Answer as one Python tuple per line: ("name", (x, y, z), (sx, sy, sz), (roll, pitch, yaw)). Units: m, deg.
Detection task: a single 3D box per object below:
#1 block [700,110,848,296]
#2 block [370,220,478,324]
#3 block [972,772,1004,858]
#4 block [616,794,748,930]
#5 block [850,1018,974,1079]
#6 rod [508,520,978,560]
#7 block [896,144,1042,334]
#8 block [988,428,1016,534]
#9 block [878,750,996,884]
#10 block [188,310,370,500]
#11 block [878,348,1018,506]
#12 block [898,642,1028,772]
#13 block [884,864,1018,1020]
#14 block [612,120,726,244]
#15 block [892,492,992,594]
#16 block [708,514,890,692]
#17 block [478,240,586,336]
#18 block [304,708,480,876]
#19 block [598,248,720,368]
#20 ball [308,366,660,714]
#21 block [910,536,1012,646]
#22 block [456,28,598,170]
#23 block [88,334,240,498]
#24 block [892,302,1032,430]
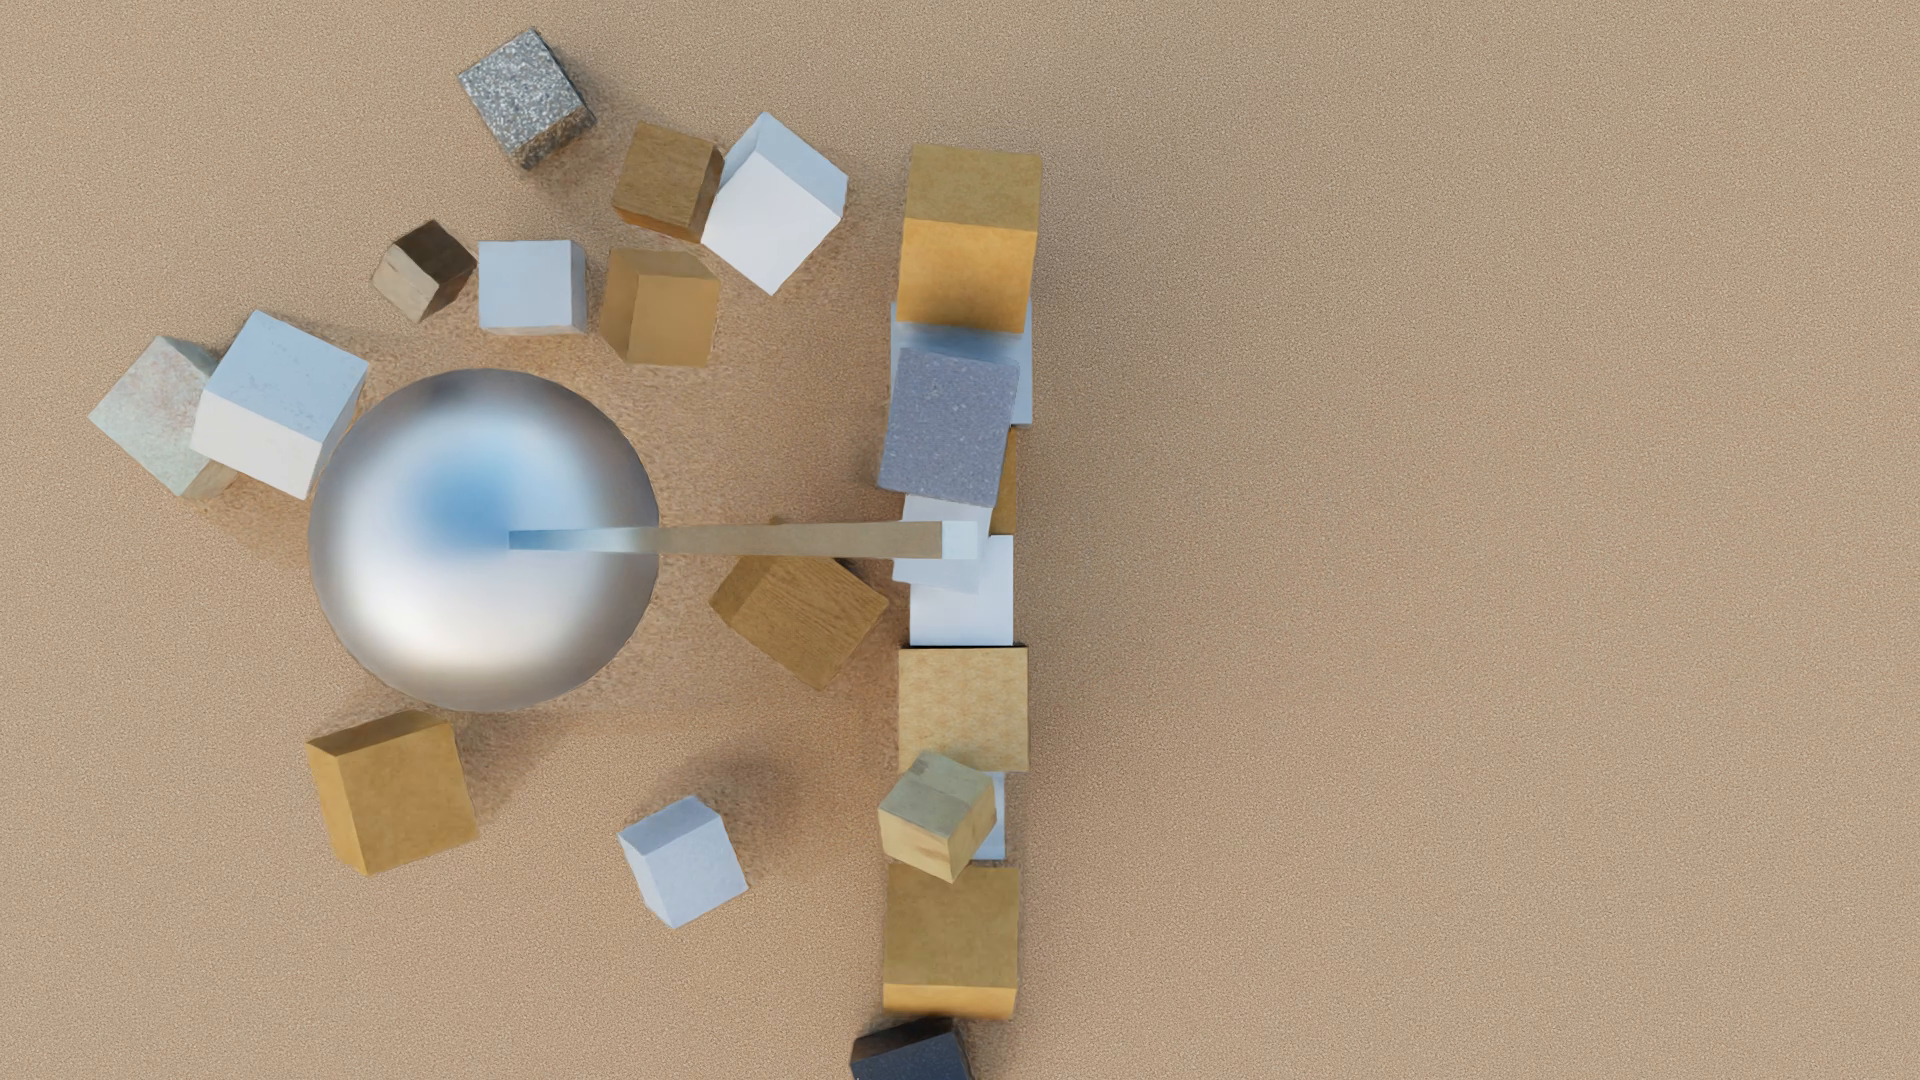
("block", (-1.079, -1.897, 12.370), (0.606, 0.588, 0.624), (37, 116, -20))
("block", (-2.525, -1.265, 10.374), (0.294, 0.303, 0.291), (43, 129, -1))
("block", (-0.009, 1.554, 12.724), (0.515, 0.552, 0.499), (0, 90, 0))
("block", (-1.593, 1.843, 12.631), (0.489, 0.456, 0.491), (-26, 111, -21))
("block", (-0.250, 3.126, 12.697), (0.606, 0.606, 0.556), (-18, 90, 0))
("rod", (-0.950, 0.000, 7.030), (0.080, 5.200, 0.080), (0, 90, -21))
("block", (0.048, -1.650, 12.039), (0.704, 0.679, 0.697), (6, 135, -1))
("block", (0.016, -0.336, 12.723), (0.597, 0.554, 0.600), (0, 90, 0))
("block", (-0.120, 1.515, 12.079), (0.443, 0.388, 0.481), (20, 49, 25))
("block", (-3.687, -0.731, 11.917), (0.660, 0.537, 0.634), (26, 48, -10))
("block", (-0.067, -0.616, 11.974), (0.633, 0.690, 0.749), (10, 93, -1))
("block", (0.019, 0.954, 12.663), (0.721, 0.673, 0.691), (-1, 90, 0))
("block", (-0.053, 2.294, 12.520), (0.730, 0.730, 0.684), (2, 64, 0))
("block", (-1.563, -1.918, 11.825), (0.426, 0.439, 0.475), (17, 87, 3))
("block", (-0.097, 0.011, 12.137), (0.473, 0.467, 0.492), (10, 91, 0))
("block", (-0.928, 0.355, 12.579), (0.675, 0.635, 0.643), (38, 88, -19))
("block", (-2.474, -1.456, 12.749), (0.524, 0.503, 0.486), (-1, 90, 0))
("block", (-3.229, 1.415, 12.489), (0.653, 0.689, 0.687), (-17, 101, -29))
("block", (-1.485, -1.147, 10.836), (0.416, 0.434, 0.448), (1, 114, -29))
("ball", (-2.193, 0.000, 10.195), (1.600, 1.600, 1.600), (0, 90, 0))
("block", (0.008, 0.284, 12.686), (0.578, 0.628, 0.621), (0, 90, 0))
("block", (-2.499, -2.550, 12.747), (0.515, 0.490, 0.532), (-34, 89, 0))
("block", (-4.449, -0.698, 12.681), (0.681, 0.638, 0.615), (41, 90, 0))
("block", (0.007, -0.992, 12.658), (0.788, 0.679, 0.683), (0, 90, 0))
